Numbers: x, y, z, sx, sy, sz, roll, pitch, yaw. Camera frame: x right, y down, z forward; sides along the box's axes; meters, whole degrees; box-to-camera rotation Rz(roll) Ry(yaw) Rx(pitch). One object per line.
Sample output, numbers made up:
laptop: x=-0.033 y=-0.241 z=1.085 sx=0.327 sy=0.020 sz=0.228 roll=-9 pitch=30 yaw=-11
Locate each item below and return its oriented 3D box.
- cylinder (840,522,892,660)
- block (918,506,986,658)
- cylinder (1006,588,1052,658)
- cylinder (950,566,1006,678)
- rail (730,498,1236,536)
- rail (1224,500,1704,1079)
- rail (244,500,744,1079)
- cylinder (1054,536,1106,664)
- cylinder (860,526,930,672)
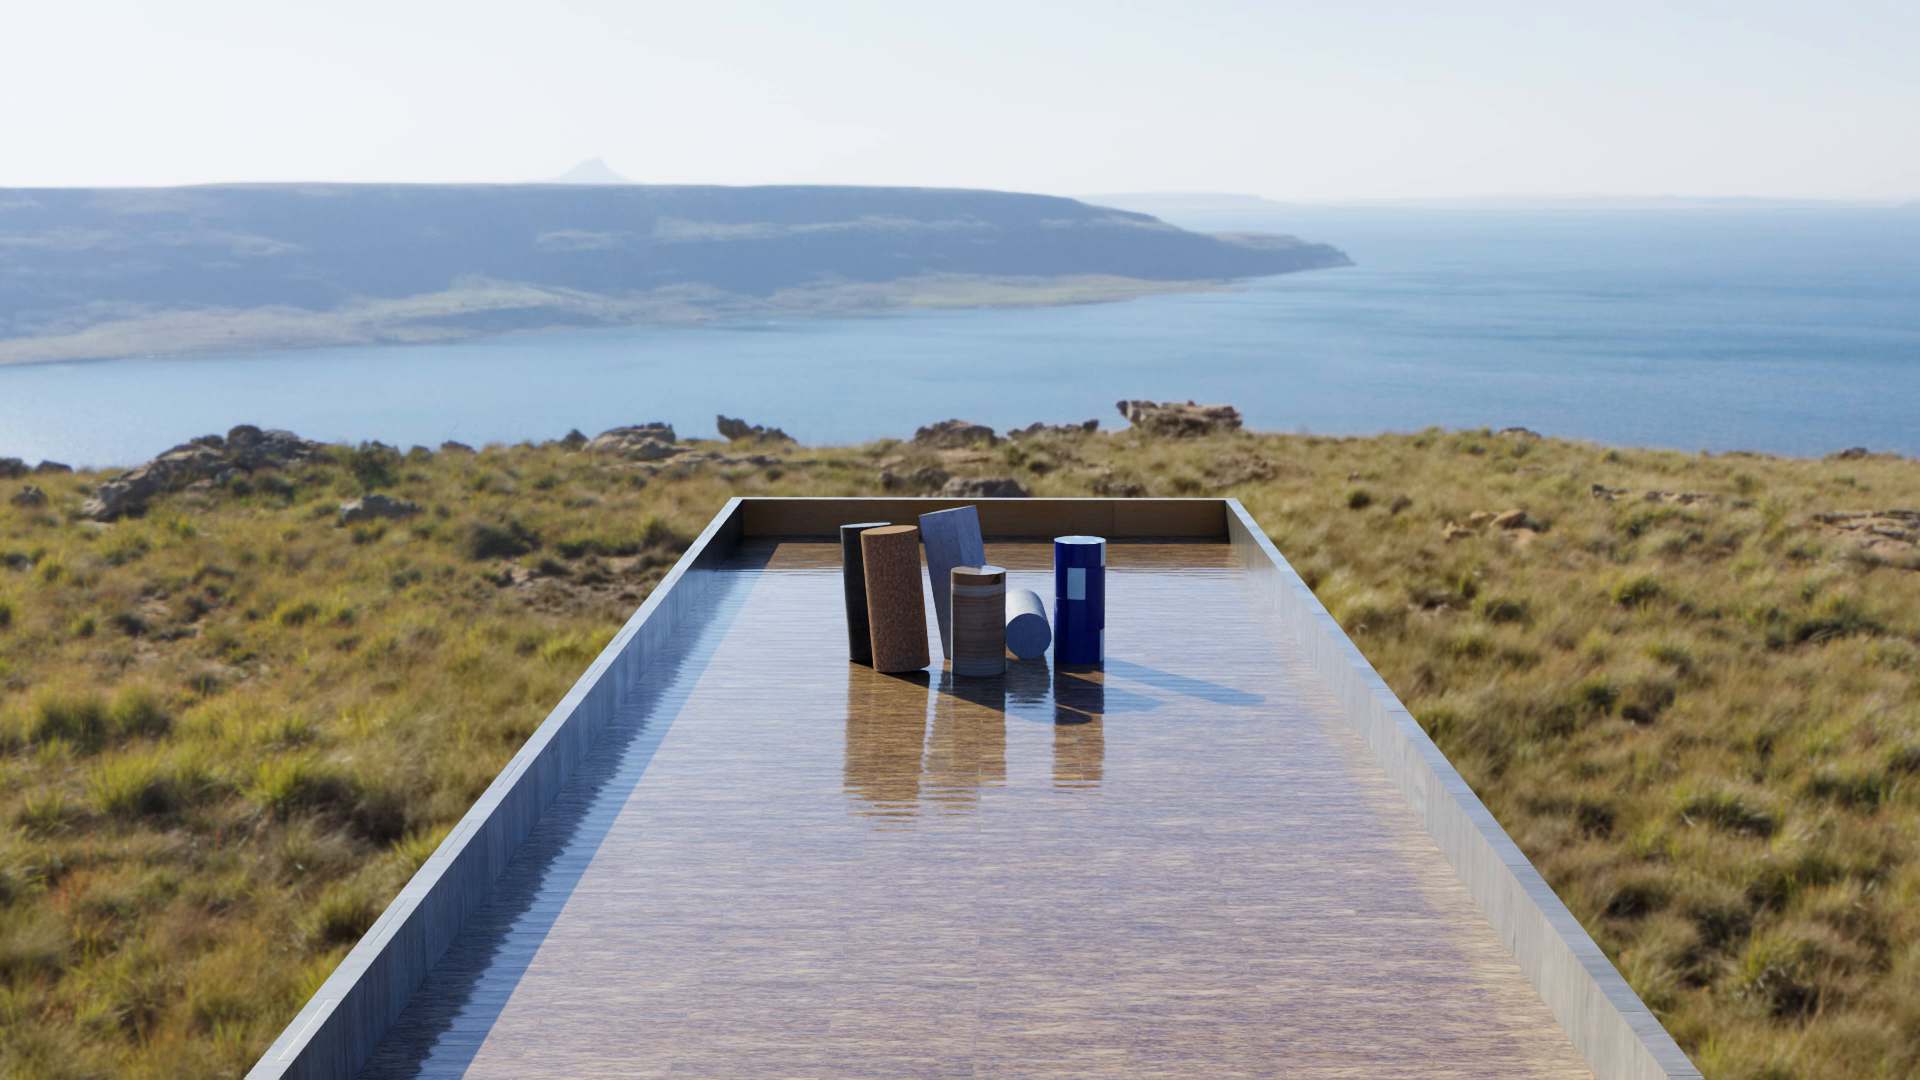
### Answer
cylinder: x=-0.275 y=0.156 z=6.693 sx=0.154 sy=0.404 sz=0.154 roll=-3 pitch=4 yaw=0
block: x=0.000 y=0.127 z=6.733 sx=0.128 sy=0.444 sz=0.128 roll=-8 pitch=3 yaw=33
cylinder: x=0.204 y=0.260 z=6.914 sx=0.143 sy=0.143 sz=0.421 roll=0 pitch=9 yaw=-1
cylinder: x=0.055 y=0.240 z=6.515 sx=0.163 sy=0.307 sz=0.163 roll=0 pitch=9 yaw=0
rail: x=0.099 y=-0.098 z=9.147 sx=2.100 sy=0.150 sz=0.050 roll=0 pitch=9 yaw=1
rail: x=1.046 y=0.843 z=3.208 sx=0.050 sy=0.150 sz=12.000 roll=0 pitch=9 yaw=1
rail: x=-1.004 y=0.839 z=3.234 sx=0.050 sy=0.150 sz=12.000 roll=0 pitch=9 yaw=1
cylinder: x=0.364 y=0.181 z=6.696 sx=0.156 sy=0.367 sz=0.156 roll=0 pitch=9 yaw=0
cylinder: x=-0.192 y=0.174 z=6.545 sx=0.170 sy=0.414 sz=0.170 roll=-5 pitch=8 yaw=1
